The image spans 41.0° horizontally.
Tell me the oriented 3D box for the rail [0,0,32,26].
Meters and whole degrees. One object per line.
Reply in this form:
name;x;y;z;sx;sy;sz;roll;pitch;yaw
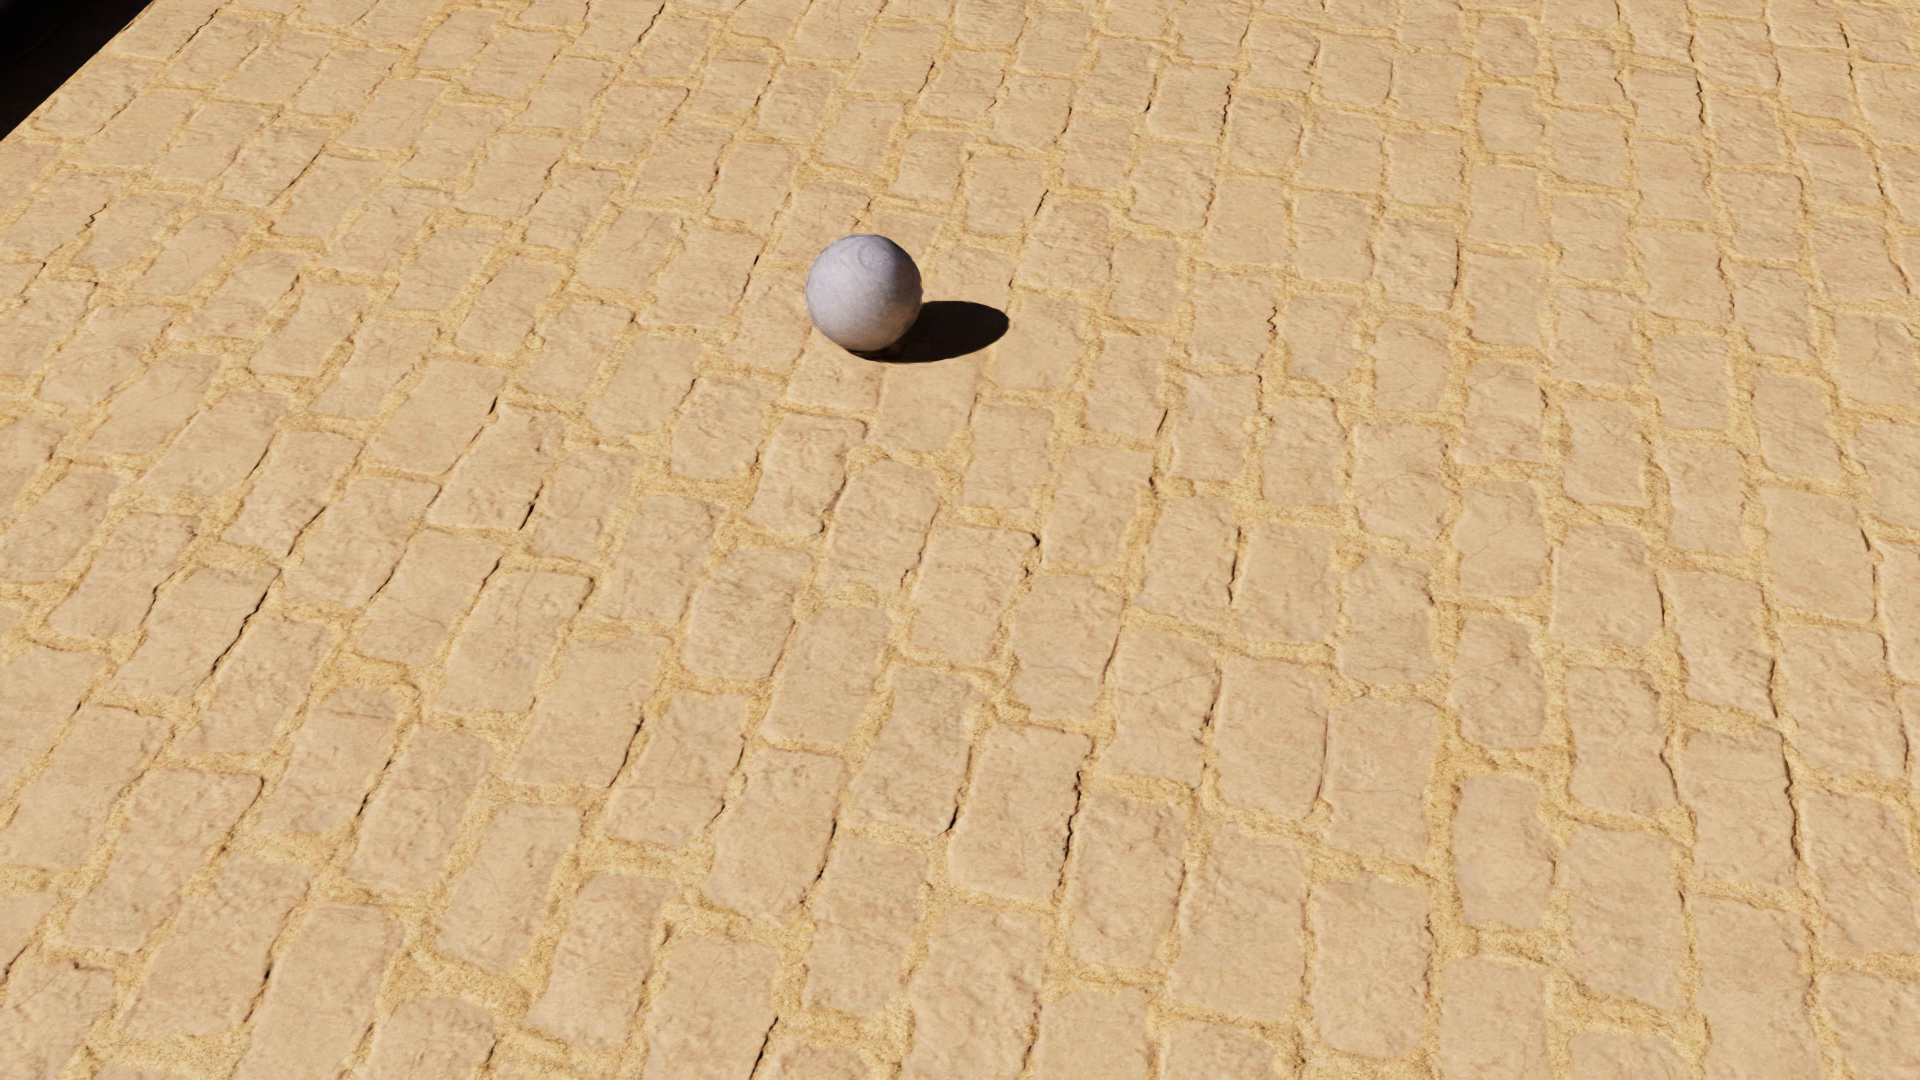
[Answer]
rail;-1.044;-0.122;1.861;0.045;0.118;2.463;6;36;8

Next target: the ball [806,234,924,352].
ball;-0.074;-0.191;1.984;0.091;0.091;0.091;0;35;0
